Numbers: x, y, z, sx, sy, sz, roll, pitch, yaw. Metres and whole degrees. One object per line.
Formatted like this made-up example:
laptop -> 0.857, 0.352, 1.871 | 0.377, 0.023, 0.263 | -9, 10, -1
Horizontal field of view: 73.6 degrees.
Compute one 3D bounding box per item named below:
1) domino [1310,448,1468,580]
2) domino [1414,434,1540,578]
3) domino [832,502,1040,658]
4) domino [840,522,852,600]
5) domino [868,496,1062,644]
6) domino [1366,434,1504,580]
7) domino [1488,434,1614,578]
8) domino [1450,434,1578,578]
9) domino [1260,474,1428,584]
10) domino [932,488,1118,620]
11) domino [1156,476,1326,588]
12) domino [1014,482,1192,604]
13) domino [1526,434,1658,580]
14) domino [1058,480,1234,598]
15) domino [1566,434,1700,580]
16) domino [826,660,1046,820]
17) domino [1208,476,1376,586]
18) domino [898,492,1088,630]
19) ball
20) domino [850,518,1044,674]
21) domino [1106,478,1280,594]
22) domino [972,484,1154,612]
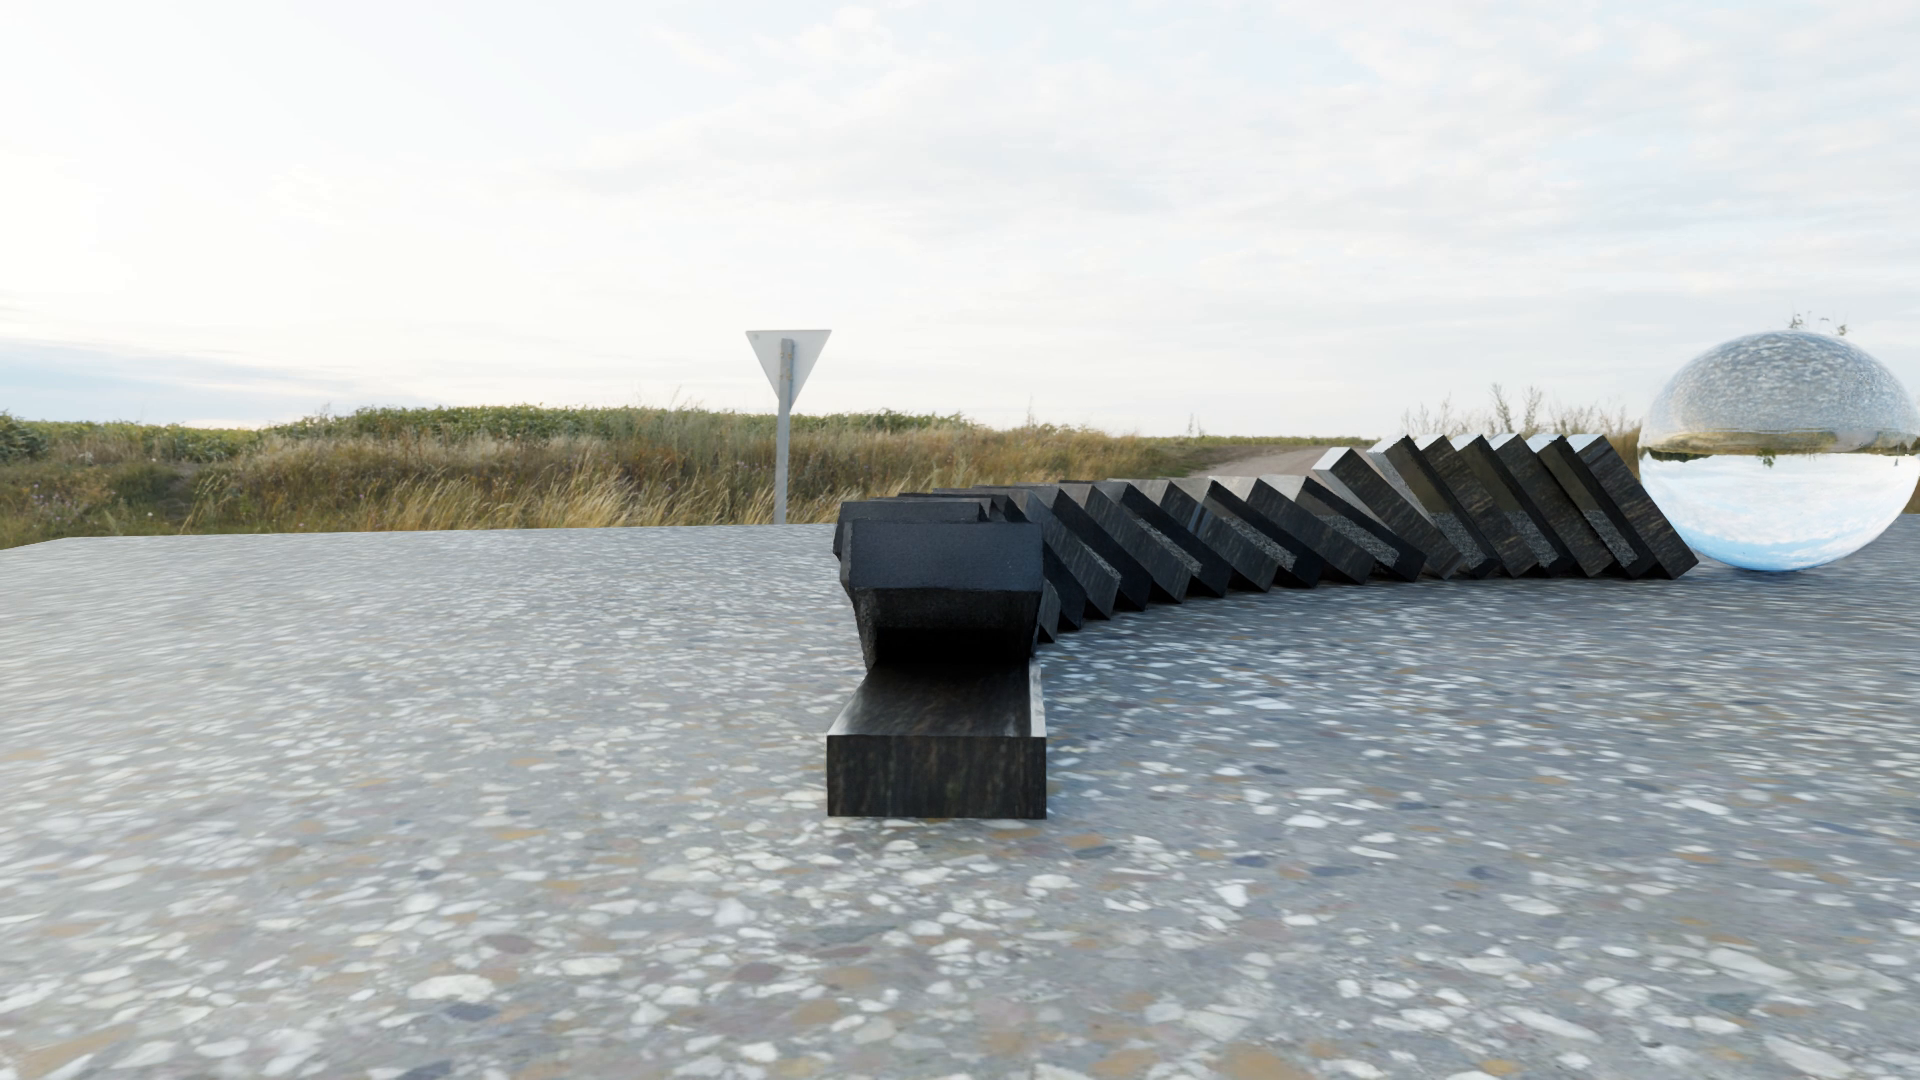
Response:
domino -> 0.136, -0.009, 0.409 | 0.050, 0.009, 0.025 | 43, 5, -1
domino -> 0.165, -0.011, 0.416 | 0.009, 0.050, 0.025 | -37, 0, 7
domino -> -0.003, 0.008, 0.239 | 0.025, 0.009, 0.050 | 1, -25, 17
domino -> -0.003, 0.011, 0.216 | 0.025, 0.009, 0.050 | 1, -22, 7
domino -> 0.001, 0.007, 0.259 | 0.025, 0.010, 0.050 | 2, -24, 21
domino -> 0.152, -0.011, 0.414 | 0.009, 0.050, 0.025 | -37, 0, 7
domino -> 0.189, -0.012, 0.417 | 0.009, 0.050, 0.025 | -37, -1, 7
domino -> 0.177, -0.011, 0.417 | 0.009, 0.050, 0.025 | -37, 0, 7
domino -> 0.117, -0.004, 0.397 | 0.050, 0.009, 0.025 | 30, -6, -18
domino -> 0.015, 0.004, 0.299 | 0.025, 0.009, 0.050 | 3, -24, 33
domino -> 0.081, -0.002, 0.377 | 0.050, 0.010, 0.025 | 31, -11, -27
domino -> 0.036, 0.001, 0.334 | 0.025, 0.009, 0.050 | 4, -23, 44
domino -> 0.200, -0.011, 0.413 | 0.010, 0.050, 0.025 | -37, 0, 7
domino -> 0.050, 0.000, 0.350 | 0.050, 0.009, 0.025 | 34, -18, -37
domino -> 0.212, -0.011, 0.411 | 0.009, 0.050, 0.025 | -37, 0, 7
domino -> -0.002, 0.025, 0.171 | 0.025, 0.009, 0.050 | 0, 4, 3
domino -> 0.098, -0.003, 0.388 | 0.050, 0.010, 0.025 | 30, -8, -22
domino -> 0.007, 0.005, 0.279 | 0.025, 0.010, 0.050 | 2, -24, 27
ball -> 0.269, -0.029, 0.425 | 0.080, 0.080, 0.080 | 0, 4, 0
domino -> -0.002, 0.011, 0.190 | 0.025, 0.009, 0.050 | 1, -22, 0
domino -> 0.065, -0.001, 0.364 | 0.050, 0.009, 0.025 | 32, -15, -32
domino -> 0.025, 0.002, 0.317 | 0.025, 0.009, 0.050 | 3, -24, 38
